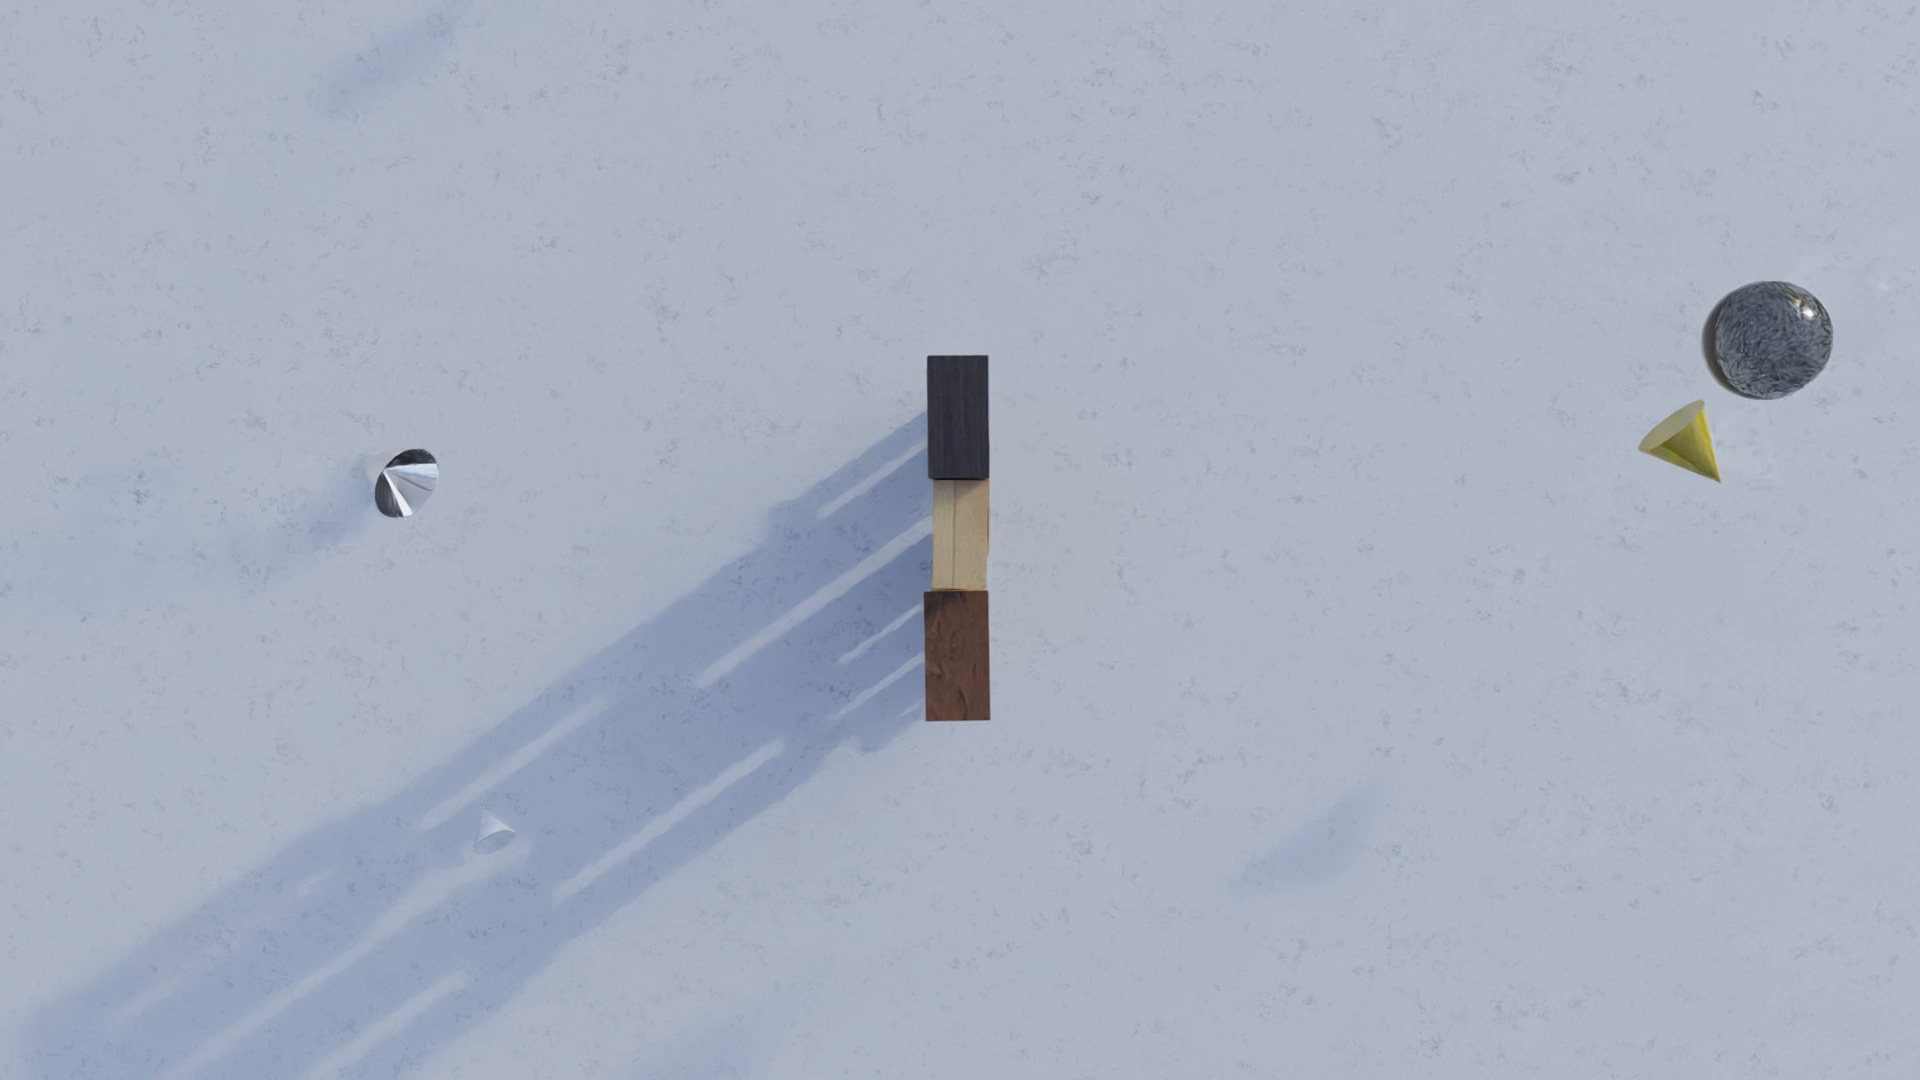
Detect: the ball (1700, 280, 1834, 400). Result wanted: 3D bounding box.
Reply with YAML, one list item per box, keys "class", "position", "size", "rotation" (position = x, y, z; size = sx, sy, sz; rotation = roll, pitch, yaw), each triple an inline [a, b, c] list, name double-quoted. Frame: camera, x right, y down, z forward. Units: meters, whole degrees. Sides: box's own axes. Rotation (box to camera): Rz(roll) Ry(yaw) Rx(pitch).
- class: "ball"
  position: [1.925, -0.477, 3.940]
  size: [0.287, 0.287, 0.287]
  rotation: [0, 90, 0]

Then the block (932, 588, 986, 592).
- class: "block"
  position: [-0.003, 0.267, 4.954]
  size: [0.162, 0.046, 0.324]
  rotation: [-1, 90, 0]

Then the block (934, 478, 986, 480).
- class: "block"
  position: [-0.001, -0.277, 4.784]
  size: [0.148, 0.042, 0.295]
  rotation: [0, 90, 0]

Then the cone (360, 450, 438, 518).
- class: "cone"
  position: [-1.905, -0.236, 5.444]
  size: [0.248, 0.248, 0.248]
  rotation: [28, 90, 27]

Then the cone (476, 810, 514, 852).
- class: "cone"
  position: [-1.564, 0.944, 5.469]
  size: [0.132, 0.132, 0.132]
  rotation: [-32, 64, 0]

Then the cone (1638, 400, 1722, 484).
- class: "cone"
  position: [2.036, -0.236, 4.560]
  size: [0.213, 0.213, 0.213]
  rotation: [-42, 92, 0]

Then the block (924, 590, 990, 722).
- class: "block"
  position: [-0.008, 0.319, 4.550]
  size: [0.178, 0.050, 0.356]
  rotation: [-1, 90, 0]

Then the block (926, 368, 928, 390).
- class: "block"
  position: [-0.009, -0.435, 4.599]
  size: [0.163, 0.327, 0.046]
  rotation: [-1, 89, 0]

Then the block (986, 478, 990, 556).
- class: "block"
  position: [0.005, -0.126, 5.125]
  size: [0.175, 0.050, 0.350]
  rotation: [0, 90, 0]

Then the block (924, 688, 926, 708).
- class: "block"
  position: [-0.009, 0.437, 4.753]
  size: [0.178, 0.356, 0.050]
  rotation: [-1, 91, 0]

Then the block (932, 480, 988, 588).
- class: "block"
  position: [0.001, -0.016, 4.451]
  size: [0.146, 0.041, 0.292]
  rotation: [1, 90, 0]

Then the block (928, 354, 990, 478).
- class: "block"
  position: [-0.004, -0.328, 4.413]
  size: [0.163, 0.046, 0.327]
  rotation: [0, 90, 0]
